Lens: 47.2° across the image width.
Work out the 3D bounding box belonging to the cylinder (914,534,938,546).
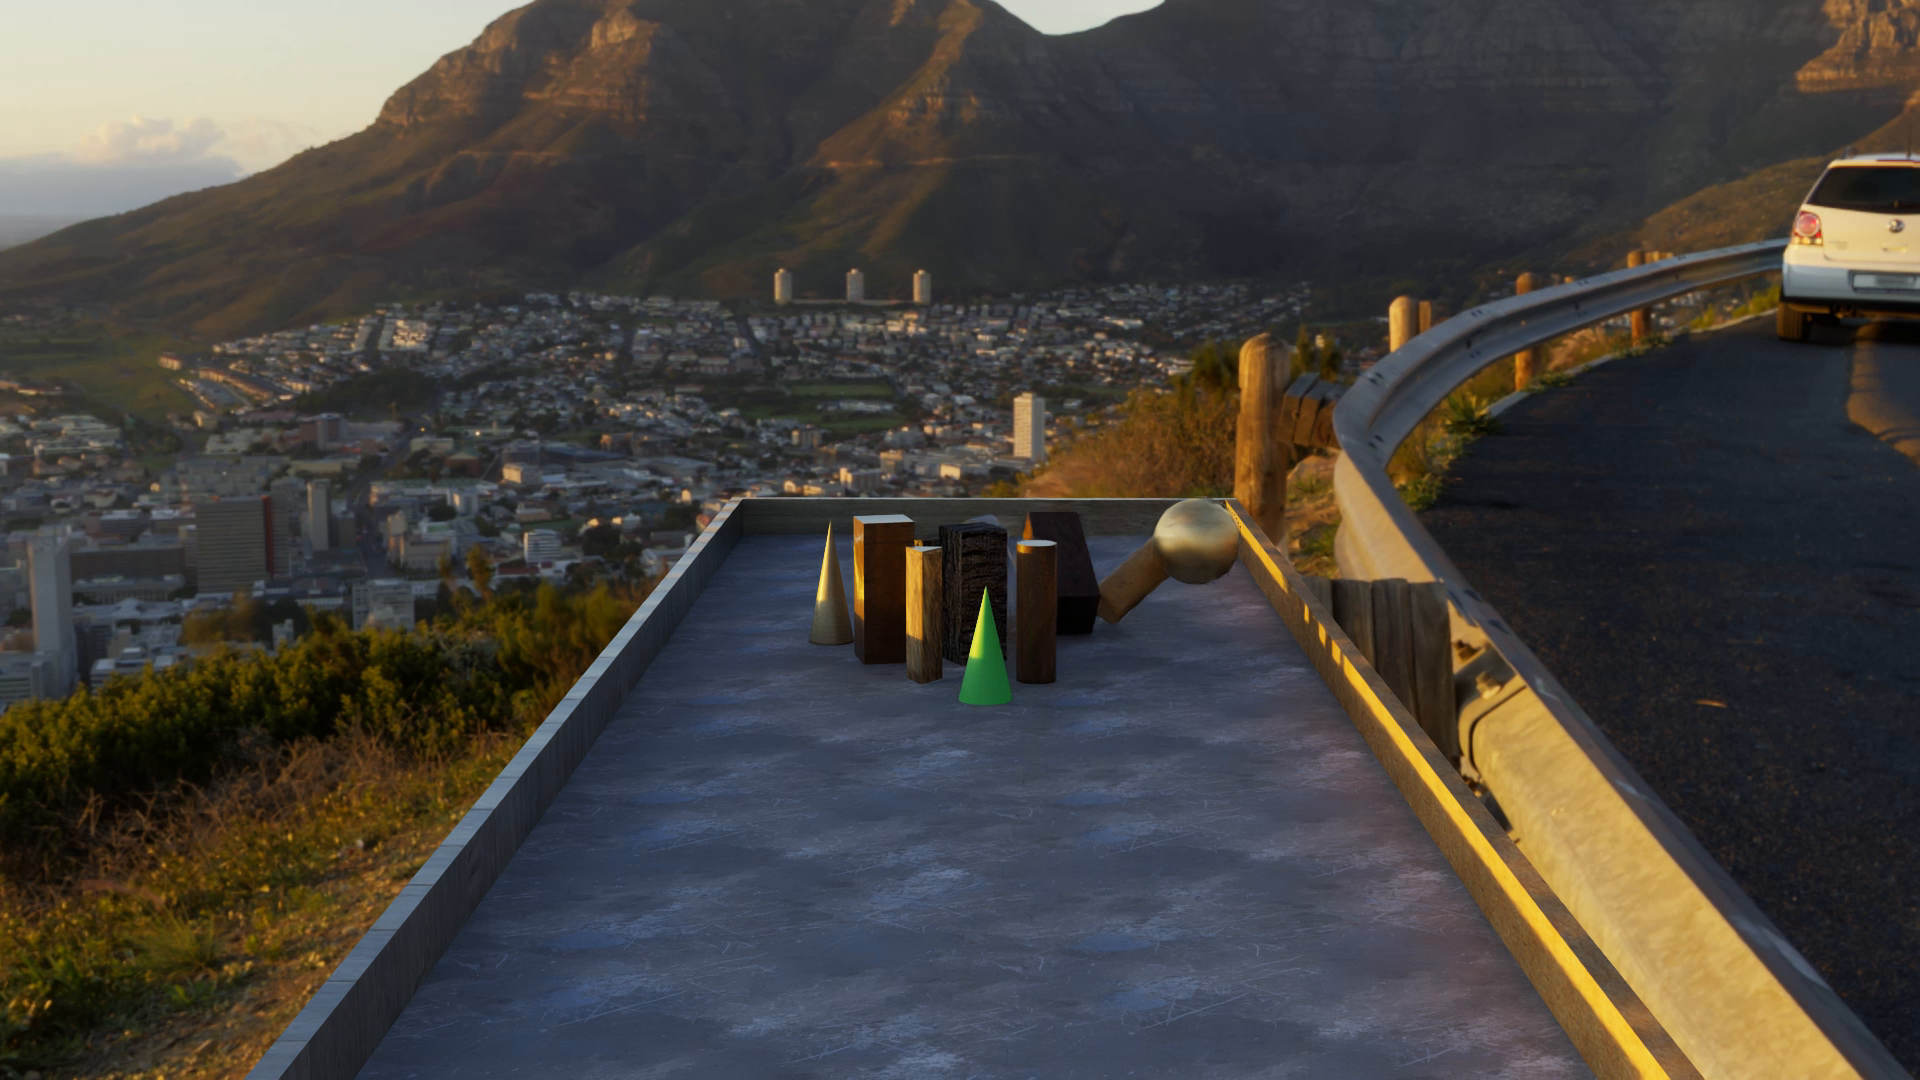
[{"bbox_3d":[-0.108,0.157,6.953,0.126,0.334,0.126,0,9,0],"label":"cylinder"}]

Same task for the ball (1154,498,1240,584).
[{"bbox_3d":[0.769,0.005,7.150,0.282,0.282,0.282,0,9,0],"label":"ball"}]

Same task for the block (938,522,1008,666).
[{"bbox_3d":[0.039,0.162,6.692,0.154,0.405,0.154,-4,10,-26],"label":"block"}]

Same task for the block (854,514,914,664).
[{"bbox_3d":[-0.231,0.149,6.694,0.156,0.431,0.156,-2,9,-14],"label":"block"}]

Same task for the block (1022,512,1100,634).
[{"bbox_3d":[0.325,0.104,7.179,0.168,0.168,0.403,0,43,-11],"label":"block"}]

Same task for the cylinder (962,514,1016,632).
[{"bbox_3d":[0.101,0.112,7.084,0.170,0.347,0.170,-20,-19,-7],"label":"cylinder"}]

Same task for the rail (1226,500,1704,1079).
[{"bbox_3d":[1.046,0.843,3.208,0.050,0.150,12.000,0,9,1],"label":"rail"}]

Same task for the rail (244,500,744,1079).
[{"bbox_3d":[-1.004,0.839,3.234,0.050,0.150,12.000,0,9,1],"label":"rail"}]

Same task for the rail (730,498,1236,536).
[{"bbox_3d":[0.099,-0.098,9.147,2.100,0.150,0.050,0,9,1],"label":"rail"}]

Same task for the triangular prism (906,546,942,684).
[{"bbox_3d":[-0.119,0.215,6.408,0.090,0.389,0.103,6,11,34],"label":"triangular prism"}]

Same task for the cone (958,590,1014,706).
[{"bbox_3d":[0.073,0.286,6.163,0.154,0.325,0.154,0,9,0],"label":"cone"}]

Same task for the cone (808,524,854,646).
[{"bbox_3d":[-0.408,0.129,6.954,0.145,0.388,0.145,0,9,0],"label":"cone"}]

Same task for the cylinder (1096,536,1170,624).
[{"bbox_3d":[0.581,0.129,7.288,0.318,0.137,0.137,-40,26,-22],"label":"cylinder"}]

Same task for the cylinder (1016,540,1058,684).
[{"bbox_3d":[0.223,0.209,6.397,0.116,0.405,0.116,0,9,0],"label":"cylinder"}]
